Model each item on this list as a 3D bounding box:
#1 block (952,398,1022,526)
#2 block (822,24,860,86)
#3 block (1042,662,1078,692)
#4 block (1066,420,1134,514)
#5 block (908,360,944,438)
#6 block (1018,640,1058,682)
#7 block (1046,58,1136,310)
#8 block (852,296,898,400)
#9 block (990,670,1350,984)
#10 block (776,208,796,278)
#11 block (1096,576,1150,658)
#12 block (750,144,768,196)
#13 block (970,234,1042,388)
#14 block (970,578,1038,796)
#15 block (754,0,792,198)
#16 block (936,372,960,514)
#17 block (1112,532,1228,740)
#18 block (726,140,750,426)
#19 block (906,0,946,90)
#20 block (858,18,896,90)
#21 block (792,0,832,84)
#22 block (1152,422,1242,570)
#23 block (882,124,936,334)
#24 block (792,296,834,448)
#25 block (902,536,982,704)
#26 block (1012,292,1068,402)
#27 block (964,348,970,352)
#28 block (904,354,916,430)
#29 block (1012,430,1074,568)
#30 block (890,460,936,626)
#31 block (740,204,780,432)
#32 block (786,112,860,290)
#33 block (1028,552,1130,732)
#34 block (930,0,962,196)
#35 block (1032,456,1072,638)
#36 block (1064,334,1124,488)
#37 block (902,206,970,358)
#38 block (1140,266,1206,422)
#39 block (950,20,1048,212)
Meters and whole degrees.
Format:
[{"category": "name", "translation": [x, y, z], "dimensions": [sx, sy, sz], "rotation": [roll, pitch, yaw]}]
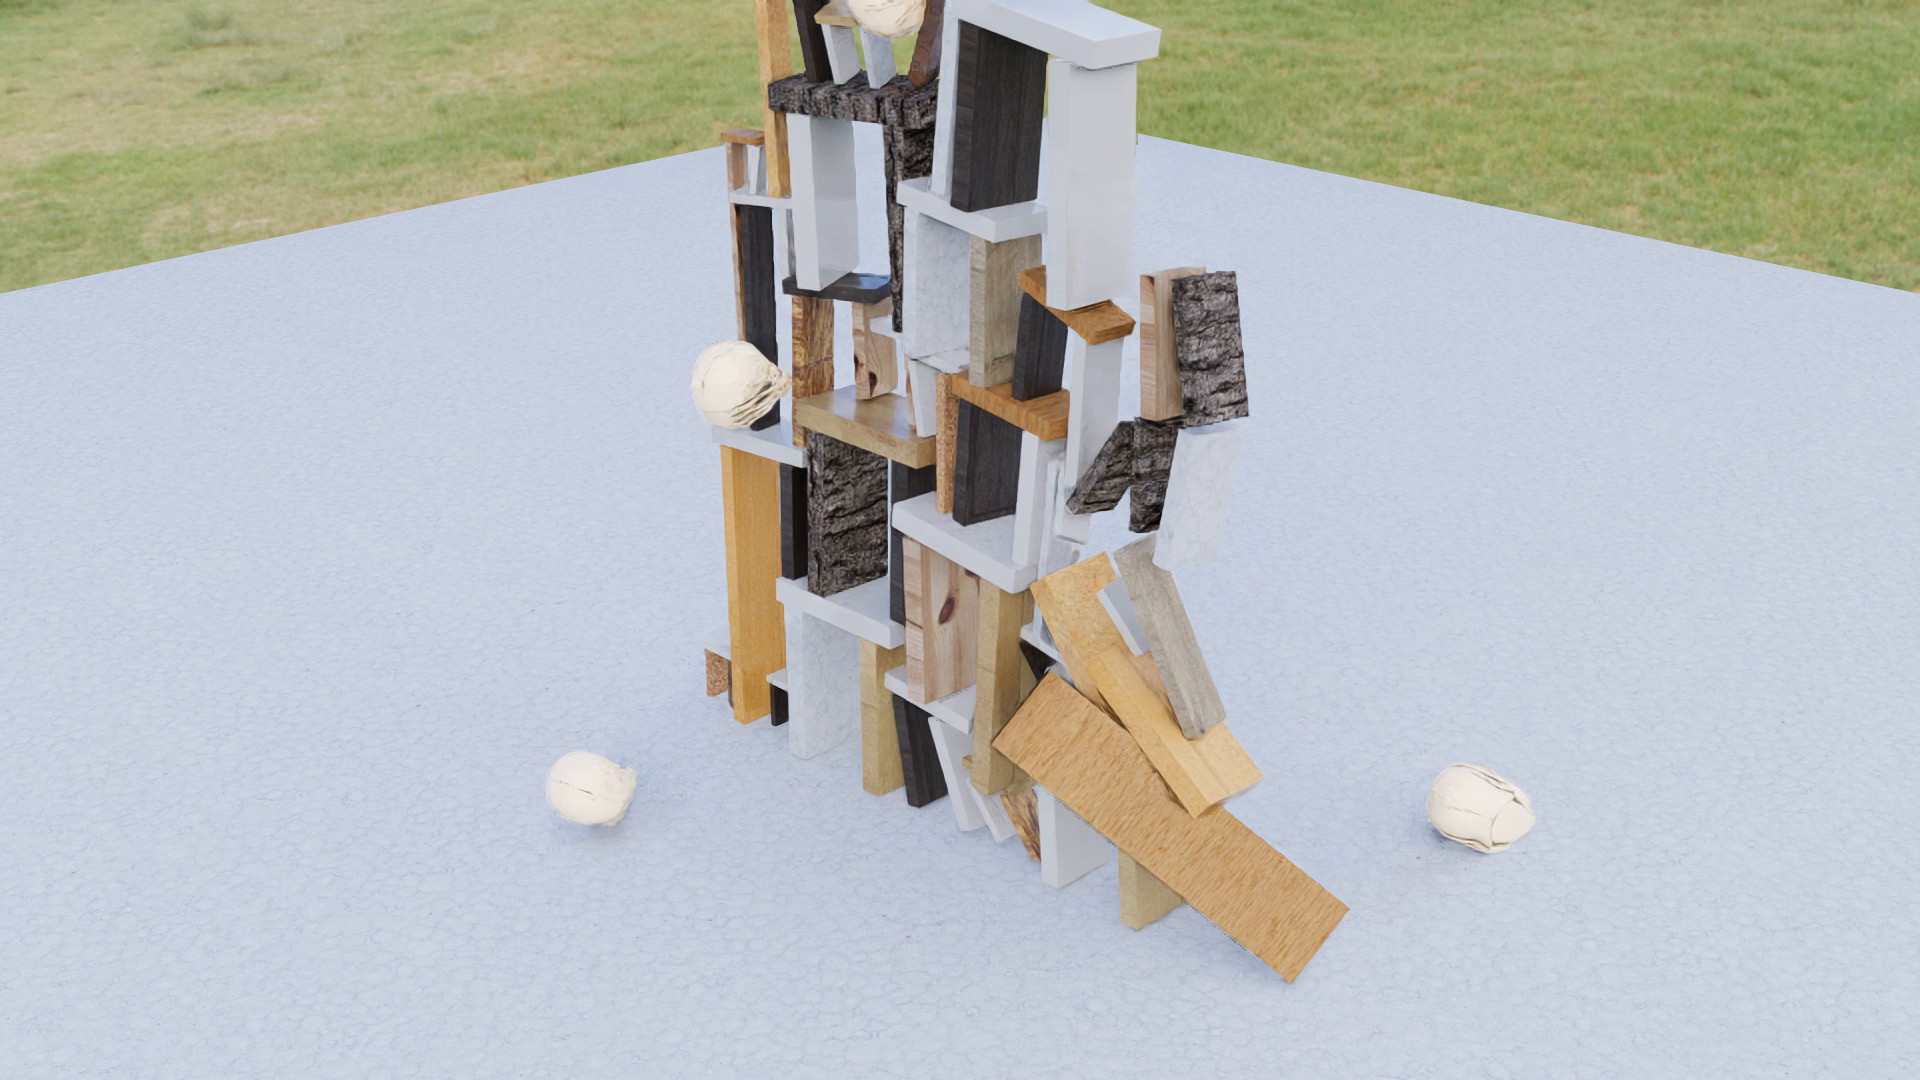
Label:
[{"category": "block", "translation": [0.057, -0.165, 4.140], "dimensions": [0.131, 0.263, 0.037], "rotation": [-14, 30, -33]}, {"category": "block", "translation": [-0.221, -0.918, 4.093], "dimensions": [0.018, 0.124, 0.062], "rotation": [15, 45, 31]}, {"category": "block", "translation": [0.228, 0.285, 4.099], "dimensions": [0.072, 0.021, 0.145], "rotation": [-21, 59, -40]}, {"category": "block", "translation": [0.274, -0.128, 3.857], "dimensions": [0.100, 0.200, 0.028], "rotation": [-7, 51, -42]}, {"category": "block", "translation": [-0.055, -0.275, 4.187], "dimensions": [0.073, 0.146, 0.021], "rotation": [-15, 13, -36]}, {"category": "block", "translation": [0.175, 0.247, 4.142], "dimensions": [0.072, 0.145, 0.021], "rotation": [-21, -10, -40]}, {"category": "block", "translation": [0.223, -0.610, 3.733], "dimensions": [0.164, 0.417, 0.047], "rotation": [-19, 28, -39]}, {"category": "block", "translation": [-0.170, -0.393, 4.393], "dimensions": [0.029, 0.204, 0.102], "rotation": [10, 22, 35]}, {"category": "block", "translation": [0.371, 0.506, 3.897], "dimensions": [0.676, 0.167, 0.047], "rotation": [39, -3, 0]}, {"category": "block", "translation": [-0.334, -0.598, 4.364], "dimensions": [0.020, 0.140, 0.070], "rotation": [9, 24, 24]}, {"category": "block", "translation": [0.304, 0.138, 3.958], "dimensions": [0.019, 0.137, 0.068], "rotation": [-32, 0, 41]}, {"category": "block", "translation": [-0.394, -0.733, 4.321], "dimensions": [0.014, 0.099, 0.050], "rotation": [16, 30, 13]}, {"category": "block", "translation": [0.082, -0.423, 3.968], "dimensions": [0.138, 0.275, 0.039], "rotation": [-18, 29, -38]}, {"category": "block", "translation": [0.109, 0.260, 4.208], "dimensions": [0.170, 0.450, 0.048], "rotation": [-20, 34, -39]}, {"category": "block", "translation": [-0.353, -0.871, 4.246], "dimensions": [0.024, 0.410, 0.086], "rotation": [8, 28, 21]}, {"category": "block", "translation": [-0.010, -0.188, 4.158], "dimensions": [0.073, 0.276, 0.021], "rotation": [-21, 31, -39]}, {"category": "block", "translation": [0.372, 0.169, 3.883], "dimensions": [0.028, 0.356, 0.100], "rotation": [-18, 5, 42]}, {"category": "block", "translation": [-0.437, -0.522, 4.472], "dimensions": [0.014, 0.602, 0.050], "rotation": [14, 28, 31]}, {"category": "block", "translation": [-0.022, -0.924, 3.924], "dimensions": [0.035, 0.246, 0.123], "rotation": [40, 61, 10]}, {"category": "block", "translation": [-0.151, -0.901, 4.049], "dimensions": [0.018, 0.124, 0.062], "rotation": [16, 45, 31]}, {"category": "block", "translation": [-0.262, -0.948, 4.104], "dimensions": [0.024, 0.172, 0.086], "rotation": [15, 40, 34]}, {"category": "block", "translation": [0.404, -0.074, 3.738], "dimensions": [0.122, 0.244, 0.035], "rotation": [-9, 28, -40]}, {"category": "block", "translation": [-0.060, -0.596, 4.144], "dimensions": [0.049, 0.387, 0.174], "rotation": [12, 23, 38]}, {"category": "block", "translation": [-0.297, -0.351, 4.440], "dimensions": [0.029, 0.315, 0.102], "rotation": [15, 26, 30]}, {"category": "block", "translation": [-0.029, 0.136, 4.312], "dimensions": [0.170, 0.339, 0.048], "rotation": [-21, 28, -41]}, {"category": "block", "translation": [0.146, -0.352, 3.923], "dimensions": [0.099, 0.198, 0.028], "rotation": [-18, 35, -39]}, {"category": "block", "translation": [0.067, -0.353, 4.448], "dimensions": [0.085, 0.170, 0.024], "rotation": [19, 65, 34]}, {"category": "block", "translation": [-0.063, -0.304, 4.225], "dimensions": [0.085, 0.170, 0.024], "rotation": [-17, 22, -37]}, {"category": "block", "translation": [0.162, -0.091, 4.005], "dimensions": [0.037, 0.263, 0.131], "rotation": [26, 33, 37]}, {"category": "block", "translation": [-0.055, -0.019, 4.352], "dimensions": [0.175, 0.351, 0.050], "rotation": [-18, 29, -39]}, {"category": "block", "translation": [-0.406, -0.459, 4.477], "dimensions": [0.020, 0.484, 0.070], "rotation": [17, 29, 34]}, {"category": "block", "translation": [-0.264, -0.679, 4.278], "dimensions": [0.049, 0.348, 0.174], "rotation": [9, 27, 23]}, {"category": "block", "translation": [0.267, 0.202, 4.023], "dimensions": [0.167, 0.335, 0.047], "rotation": [-22, -5, -41]}, {"category": "block", "translation": [0.018, -0.810, 3.893], "dimensions": [0.123, 0.393, 0.035], "rotation": [-24, 41, -39]}, {"category": "block", "translation": [0.177, 0.012, 4.034], "dimensions": [0.019, 0.354, 0.068], "rotation": [26, 34, 37]}, {"category": "block", "translation": [0.236, -0.234, 3.872], "dimensions": [0.099, 0.278, 0.028], "rotation": [-21, 33, -41]}, {"category": "block", "translation": [-0.038, -0.489, 4.096], "dimensions": [0.138, 0.278, 0.039], "rotation": [-14, 27, -34]}, {"category": "block", "translation": [0.359, -0.332, 3.708], "dimensions": [0.122, 0.244, 0.035], "rotation": [-14, 20, -38]}, {"category": "block", "translation": [0.070, -0.750, 3.857], "dimensions": [0.164, 0.328, 0.047], "rotation": [-17, 32, -37]}]
